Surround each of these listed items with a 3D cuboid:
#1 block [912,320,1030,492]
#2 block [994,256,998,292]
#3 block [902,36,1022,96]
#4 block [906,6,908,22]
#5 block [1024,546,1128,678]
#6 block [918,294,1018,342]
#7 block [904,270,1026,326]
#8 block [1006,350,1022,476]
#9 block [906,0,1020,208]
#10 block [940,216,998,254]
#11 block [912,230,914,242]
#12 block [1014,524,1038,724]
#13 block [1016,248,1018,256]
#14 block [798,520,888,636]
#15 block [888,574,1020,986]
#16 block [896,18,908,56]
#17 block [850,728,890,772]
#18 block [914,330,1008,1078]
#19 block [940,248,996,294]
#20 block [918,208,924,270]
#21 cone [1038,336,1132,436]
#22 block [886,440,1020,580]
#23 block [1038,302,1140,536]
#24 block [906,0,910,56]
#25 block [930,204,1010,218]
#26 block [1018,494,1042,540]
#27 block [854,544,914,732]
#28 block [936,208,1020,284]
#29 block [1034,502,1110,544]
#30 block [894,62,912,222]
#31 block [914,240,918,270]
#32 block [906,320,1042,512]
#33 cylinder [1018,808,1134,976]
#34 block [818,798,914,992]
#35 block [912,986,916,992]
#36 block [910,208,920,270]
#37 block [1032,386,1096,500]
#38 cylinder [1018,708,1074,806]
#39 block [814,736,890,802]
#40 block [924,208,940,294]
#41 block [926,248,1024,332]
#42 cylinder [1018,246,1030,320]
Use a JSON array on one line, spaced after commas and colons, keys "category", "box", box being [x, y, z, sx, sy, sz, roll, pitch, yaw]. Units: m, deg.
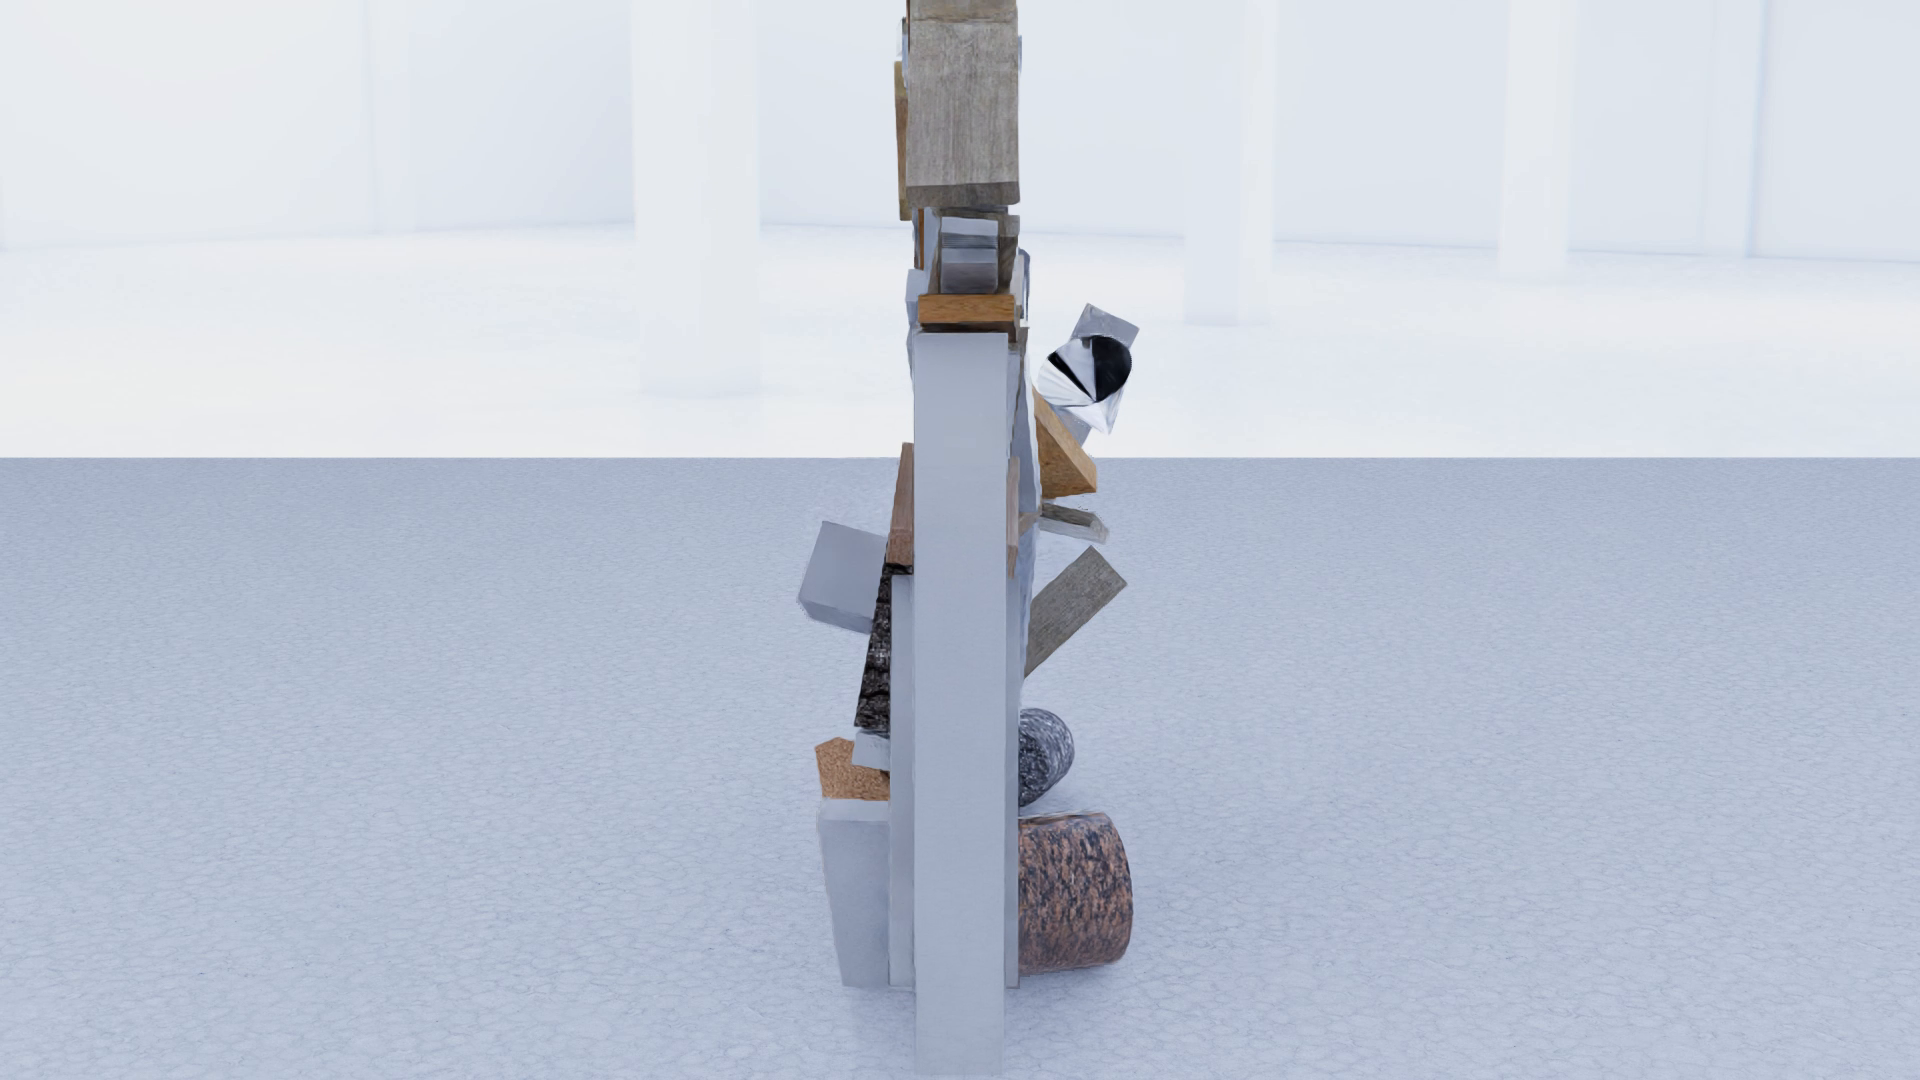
[{"category": "block", "box": [0.014, -0.183, 3.032, 0.127, 0.255, 0.036, 7, 20, -3]}, {"category": "block", "box": [0.015, -0.353, 2.896, 0.069, 0.020, 0.138, 5, -5, 1]}, {"category": "block", "box": [0.004, -0.706, 3.316, 0.171, 0.049, 0.343, 0, 3, 0]}, {"category": "block", "box": [0.003, -0.765, 2.984, 0.139, 0.040, 0.279, -3, -4, -4]}, {"category": "block", "box": [0.142, 0.146, 3.766, 0.309, 0.092, 0.026, -42, -4, -7]}, {"category": "block", "box": [0.013, -0.282, 2.810, 0.117, 0.033, 0.234, 0, -1, 2]}, {"category": "block", "box": [0.014, -0.331, 3.420, 0.176, 0.050, 0.352, 4, -13, 3]}, {"category": "block", "box": [0.010, -0.143, 2.955, 0.117, 0.234, 0.033, 5, 21, -3]}, {"category": "block", "box": [0.005, -0.571, 2.806, 0.139, 0.356, 0.040, -2, -35, 4]}, {"category": "block", "box": [0.013, -0.381, 2.760, 0.069, 0.020, 0.138, 5, -2, 1]}, {"category": "block", "box": [-0.022, -0.551, 3.969, 0.127, 0.036, 0.254, -11, 8, 0]}, {"category": "block", "box": [0.049, 0.135, 3.638, 0.126, 0.340, 0.036, 7, 9, 14]}, {"category": "block", "box": [0.024, -0.492, 3.787, 0.127, 0.036, 0.254, -1, 6, 8]}, {"category": "block", "box": [-0.186, 0.073, 3.930, 0.148, 0.148, 0.148, 15, -14, 10]}, {"category": "block", "box": [-0.008, 0.325, 2.998, 0.174, 0.556, 0.049, 0, -1, -2]}, {"category": "block", "box": [-0.015, -0.835, 3.654, 0.171, 0.049, 0.343, -1, 10, -3]}, {"category": "block", "box": [-0.058, 0.307, 3.310, 0.162, 0.046, 0.325, 11, 3, 5]}, {"category": "block", "box": [0.000, 0.228, 2.872, 0.117, 1.002, 0.033, 0, 12, -2]}, {"category": "block", "box": [0.010, -0.331, 2.814, 0.069, 0.020, 0.161, -1, -17, -1]}, {"category": "block", "box": [0.007, -0.502, 3.259, 0.136, 0.272, 0.039, 1, 38, 2]}, {"category": "cone", "box": [0.215, -0.211, 3.435, 0.152, 0.152, 0.152, -12, 47, 13]}, {"category": "block", "box": [-0.006, -0.046, 3.098, 0.174, 0.049, 0.347, 8, 22, -2]}, {"category": "block", "box": [0.082, 0.008, 4.262, 0.113, 0.979, 0.032, 26, 4, 5]}, {"category": "block", "box": [0.002, -0.605, 2.910, 0.139, 0.279, 0.040, -2, -23, 0]}, {"category": "block", "box": [0.012, -0.450, 2.871, 0.103, 0.029, 0.205, 3, -1, 3]}, {"category": "block", "box": [0.035, -0.025, 3.530, 0.126, 0.036, 0.251, 8, 22, 17]}, {"category": "block", "box": [-0.036, 0.116, 3.215, 0.174, 0.347, 0.049, 11, 3, 5]}, {"category": "block", "box": [0.023, -0.388, 2.915, 0.103, 0.029, 0.205, 5, -10, -1]}, {"category": "block", "box": [0.160, -0.038, 3.845, 0.184, 0.026, 0.092, 13, -13, 24]}, {"category": "block", "box": [-0.021, -0.672, 3.680, 0.171, 0.049, 0.343, -2, 52, -2]}, {"category": "block", "box": [-0.002, -0.377, 3.574, 0.147, 0.042, 0.323, 1, -33, -2]}, {"category": "block", "box": [0.025, -0.188, 3.423, 0.176, 0.352, 0.050, 3, 46, 10]}, {"category": "cylinder", "box": [0.107, 0.535, 3.325, 0.235, 0.235, 0.235, -4, 11, -19]}, {"category": "block", "box": [-0.104, 0.518, 3.186, 0.162, 0.325, 0.046, 2, 34, 12]}, {"category": "block", "box": [-0.036, 0.630, 3.164, 0.071, 0.020, 0.142, 2, -28, 11]}, {"category": "block", "box": [0.004, -0.438, 3.407, 0.136, 0.272, 0.039, -2, 54, 3]}, {"category": "block", "box": [0.092, -0.159, 3.716, 0.176, 0.050, 0.393, -8, -21, 17]}, {"category": "cylinder", "box": [0.121, 0.414, 4.194, 0.155, 0.155, 0.155, 4, 11, 20]}, {"category": "block", "box": [-0.131, 0.476, 3.386, 0.046, 0.325, 0.162, -22, 22, -37]}, {"category": "block", "box": [0.002, -0.373, 3.205, 0.104, 0.414, 0.030, 4, 34, 5]}, {"category": "block", "box": [0.022, -0.349, 3.043, 0.127, 0.036, 0.255, 6, 22, 0]}, {"category": "cylinder", "box": [0.044, -0.447, 4.089, 0.168, 0.168, 0.168, 1, 31, -1]}]
